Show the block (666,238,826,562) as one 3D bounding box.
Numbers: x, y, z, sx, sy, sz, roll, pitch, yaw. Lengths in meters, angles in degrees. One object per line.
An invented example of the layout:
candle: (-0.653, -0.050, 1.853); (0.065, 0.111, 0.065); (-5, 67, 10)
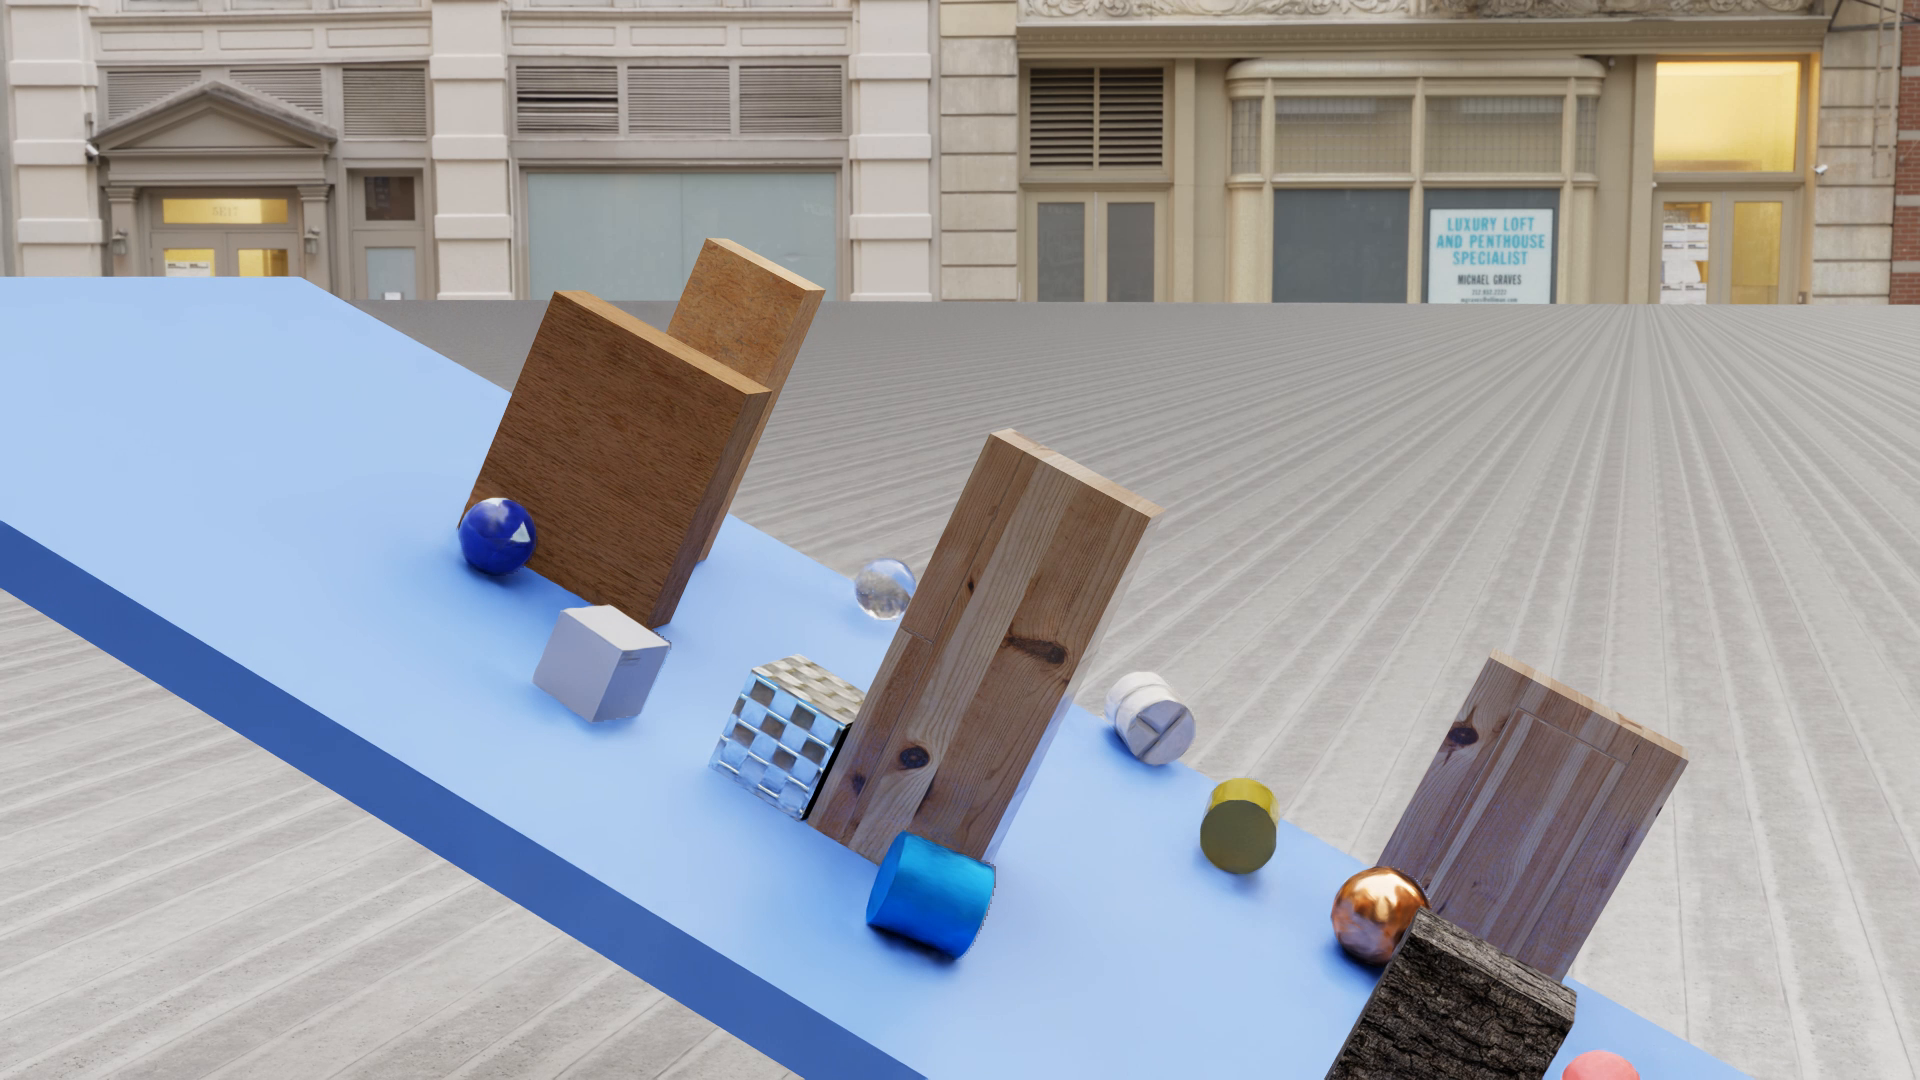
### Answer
block: (-0.546, -0.297, 4.736); (0.249, 0.656, 0.117); (28, 14, 12)

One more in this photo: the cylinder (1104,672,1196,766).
cylinder: (0.424, 0.397, 4.920); (0.158, 0.158, 0.158); (-2, 22, -16)

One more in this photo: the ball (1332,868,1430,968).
ball: (0.821, 0.736, 4.288); (0.192, 0.192, 0.192); (0, 7, 0)

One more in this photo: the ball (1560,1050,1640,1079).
ball: (1.166, 1.003, 3.996); (0.147, 0.147, 0.147); (0, 7, 0)

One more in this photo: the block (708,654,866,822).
block: (-0.279, 0.340, 3.814); (0.193, 0.193, 0.193); (29, 14, 16)

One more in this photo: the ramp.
ramp: (-0.252, 0.426, 4.164); (4.000, 0.100, 2.000); (28, 14, 12)

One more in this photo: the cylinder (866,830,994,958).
cylinder: (-0.047, 0.561, 3.481); (0.155, 0.155, 0.155); (23, 4, -8)

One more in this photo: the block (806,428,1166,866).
block: (0.039, 0.216, 3.668); (0.296, 0.744, 0.123); (28, 14, 12)

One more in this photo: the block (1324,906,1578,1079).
block: (0.648, 0.800, 3.128); (0.245, 0.479, 0.135); (28, 14, 12)

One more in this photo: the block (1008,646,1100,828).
block: (0.023, 0.324, 3.895); (0.266, 0.434, 0.120); (28, 14, 12)

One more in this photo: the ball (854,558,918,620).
ball: (-0.168, 0.111, 4.979); (0.142, 0.142, 0.142); (0, 7, 0)

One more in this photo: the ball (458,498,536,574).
ball: (-0.875, -0.008, 4.162); (0.144, 0.144, 0.144); (0, 7, 0)

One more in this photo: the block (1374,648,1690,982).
block: (1.195, 0.594, 4.666); (0.448, 0.576, 0.123); (28, 14, 12)

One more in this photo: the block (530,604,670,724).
block: (-0.619, 0.212, 3.794); (0.142, 0.142, 0.142); (31, 15, 22)

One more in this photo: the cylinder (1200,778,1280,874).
cylinder: (0.572, 0.583, 4.491); (0.156, 0.156, 0.156); (1, 10, 10)

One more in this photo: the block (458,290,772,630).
block: (-0.675, -0.156, 4.282); (0.439, 0.514, 0.127); (28, 14, 12)
